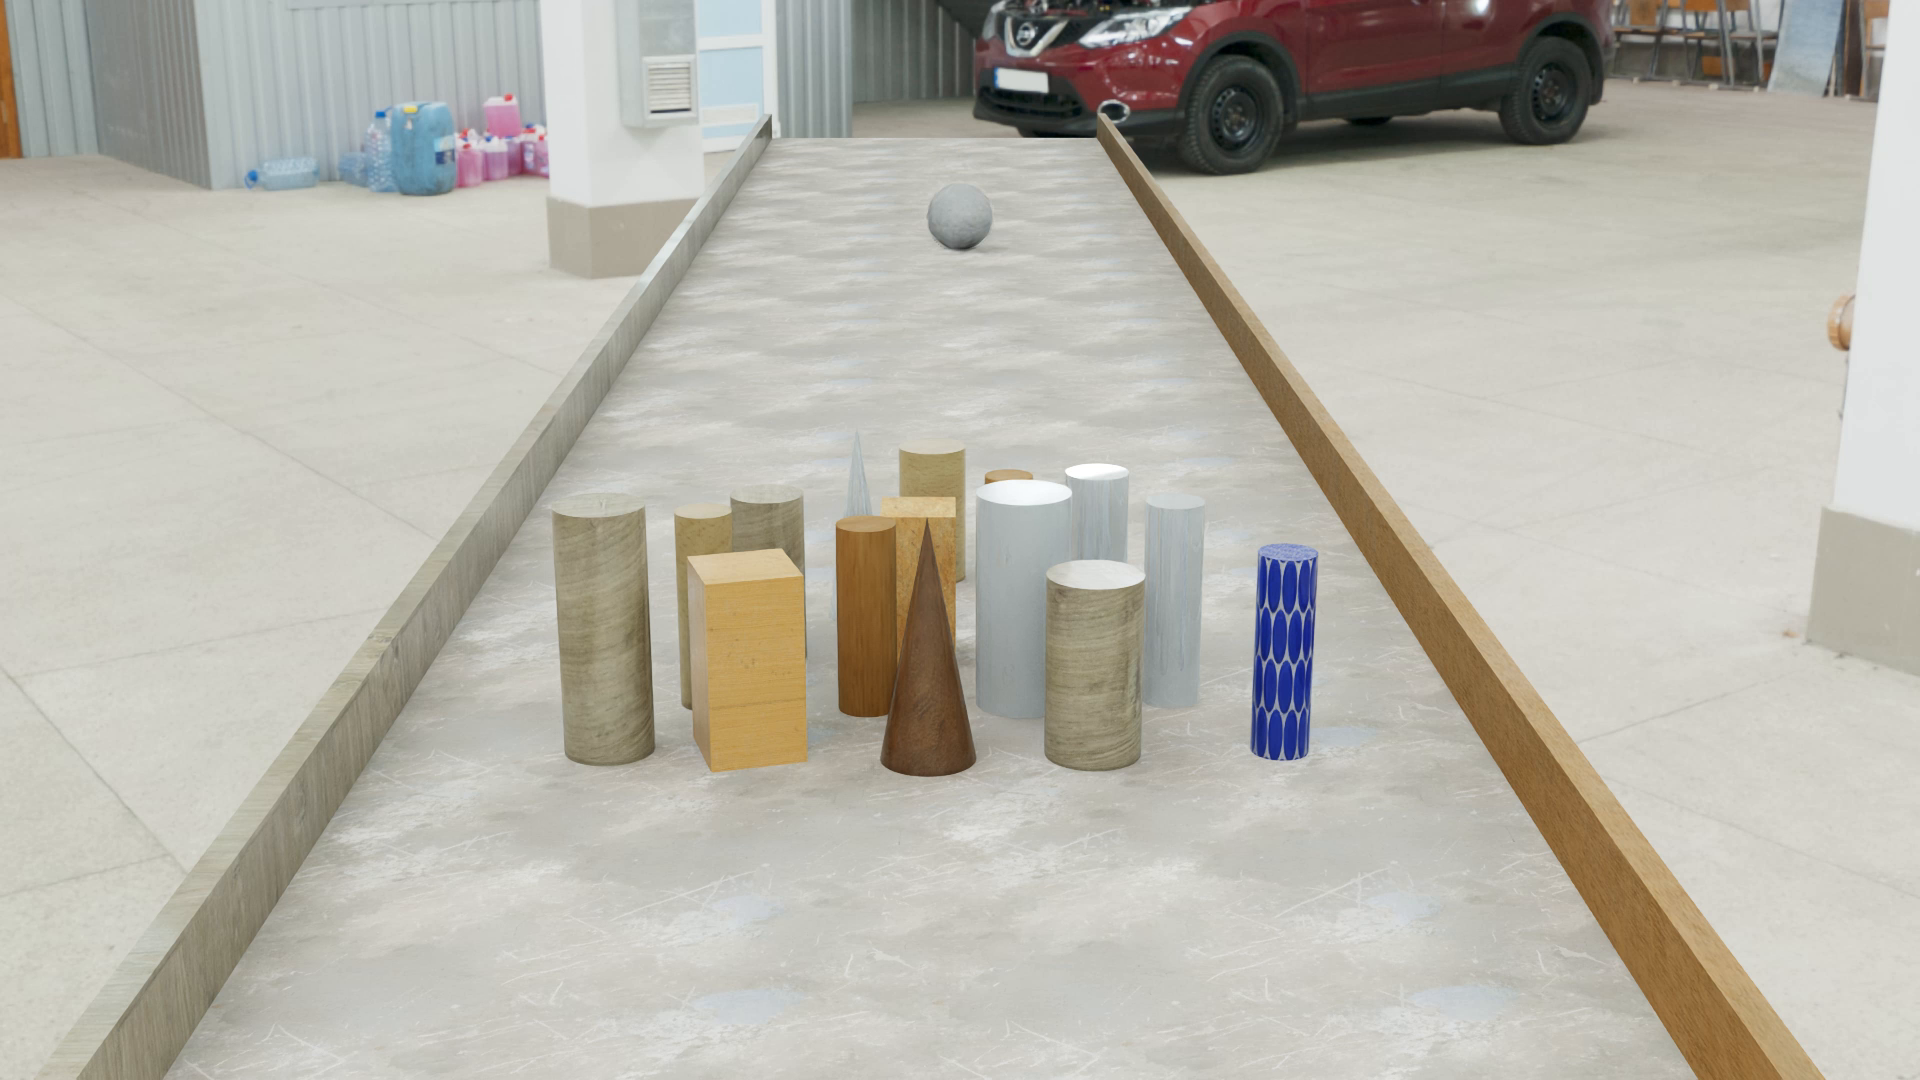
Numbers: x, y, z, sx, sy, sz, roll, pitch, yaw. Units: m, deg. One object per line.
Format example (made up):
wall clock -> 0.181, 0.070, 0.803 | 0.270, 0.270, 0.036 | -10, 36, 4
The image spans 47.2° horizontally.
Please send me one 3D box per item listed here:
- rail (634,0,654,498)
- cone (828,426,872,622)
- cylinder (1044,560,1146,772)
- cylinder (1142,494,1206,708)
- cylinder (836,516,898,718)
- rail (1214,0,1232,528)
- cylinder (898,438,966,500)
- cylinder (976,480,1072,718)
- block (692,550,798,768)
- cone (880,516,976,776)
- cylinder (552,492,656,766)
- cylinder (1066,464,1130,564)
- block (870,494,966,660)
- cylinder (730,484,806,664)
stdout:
rail -> -1.118, -0.838, 7.780 | 0.050, 12.000, 0.150 | 0, 0, 0
cone -> -0.215, -0.041, 4.633 | 0.132, 0.417, 0.132 | 0, 17, 0
cylinder -> 0.238, 0.221, 3.895 | 0.173, 0.336, 0.173 | 0, 17, 0
cylinder -> 0.401, 0.115, 4.151 | 0.111, 0.392, 0.111 | 0, 17, 0
cylinder -> -0.174, 0.143, 4.113 | 0.112, 0.361, 0.112 | 0, 17, 0
rail -> 0.932, -0.844, 7.801 | 0.050, 12.000, 0.150 | 0, 0, 0
cylinder -> -0.061, -0.063, 4.909 | 0.149, 0.302, 0.149 | 0, 17, 0
cylinder -> 0.118, 0.110, 4.131 | 0.179, 0.414, 0.179 | 0, 17, 0
block -> -0.379, 0.211, 3.909 | 0.172, 0.346, 0.172 | 0, -25, -2
cone -> -0.057, 0.174, 3.856 | 0.173, 0.449, 0.173 | 0, 17, 0
cylinder -> -0.630, 0.158, 3.895 | 0.162, 0.457, 0.162 | 0, 17, 0
cylinder -> 0.272, 0.047, 4.401 | 0.126, 0.380, 0.126 | 0, 17, 0
block -> -0.082, 0.087, 4.374 | 0.146, 0.318, 0.146 | 5, 17, 17
cylinder -> -0.382, 0.071, 4.390 | 0.146, 0.340, 0.146 | 0, 17, 0
